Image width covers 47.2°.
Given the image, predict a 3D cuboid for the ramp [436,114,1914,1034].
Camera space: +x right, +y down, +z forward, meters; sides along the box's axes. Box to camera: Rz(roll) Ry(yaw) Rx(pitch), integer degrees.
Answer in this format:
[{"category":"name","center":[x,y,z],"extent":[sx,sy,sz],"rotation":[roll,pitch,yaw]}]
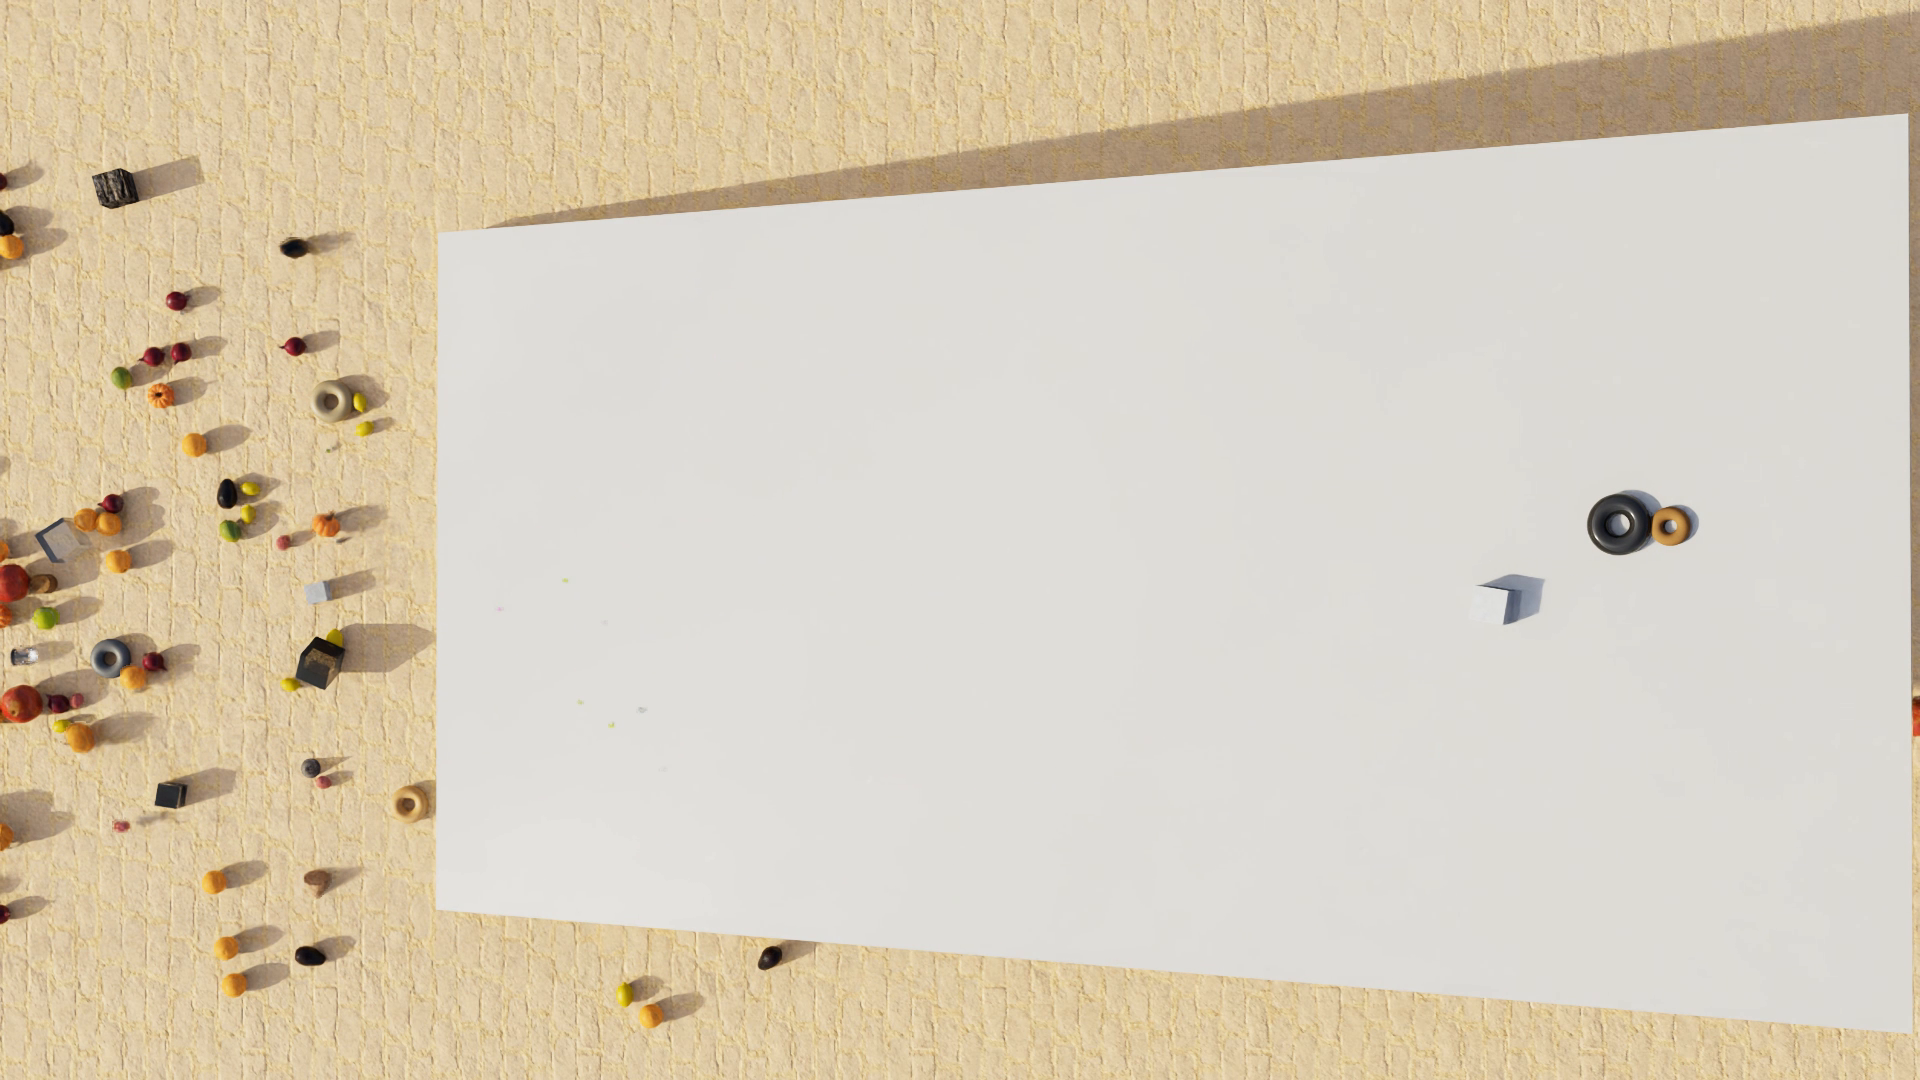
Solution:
[{"category":"ramp","center":[0.281,0.081,5.684],"extent":[4.000,0.100,2.000],"rotation":[0,89,25]}]

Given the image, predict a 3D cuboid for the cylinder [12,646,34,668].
[{"category":"cylinder","center":[-2.795,0.349,6.560],"extent":[0.054,0.054,0.054],"rotation":[-14,89,-17]}]

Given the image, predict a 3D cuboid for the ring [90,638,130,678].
[{"category":"ring","center":[-2.536,0.354,6.567],"extent":[0.120,0.040,0.120],"rotation":[0,91,0]}]

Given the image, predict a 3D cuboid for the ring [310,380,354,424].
[{"category":"ring","center":[-1.878,-0.414,6.574],"extent":[0.130,0.043,0.130],"rotation":[0,91,-1]}]

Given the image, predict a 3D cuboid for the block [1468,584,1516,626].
[{"category":"block","center":[1.240,0.151,5.127],"extent":[0.080,0.080,0.080],"rotation":[10,94,25]}]

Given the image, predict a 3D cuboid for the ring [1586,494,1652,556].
[{"category":"ring","center":[1.504,-0.035,5.022],"extent":[0.143,0.048,0.143],"rotation":[-1,88,27]}]

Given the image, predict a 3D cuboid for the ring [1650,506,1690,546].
[{"category":"ring","center":[1.609,-0.031,4.982],"extent":[0.089,0.030,0.089],"rotation":[-1,87,25]}]

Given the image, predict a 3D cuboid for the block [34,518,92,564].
[{"category":"block","center":[-2.665,0.001,6.541],"extent":[0.098,0.098,0.098],"rotation":[-33,89,0]}]

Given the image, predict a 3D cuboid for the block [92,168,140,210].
[{"category":"block","center":[-2.518,-1.047,6.558],"extent":[0.089,0.089,0.089],"rotation":[-16,89,0]}]

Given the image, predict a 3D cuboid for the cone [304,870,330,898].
[{"category":"cone","center":[-1.920,1.040,6.561],"extent":[0.079,0.079,0.079],"rotation":[11,116,0]}]

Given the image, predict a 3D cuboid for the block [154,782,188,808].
[{"category":"block","center":[-2.349,0.760,6.549],"extent":[0.066,0.066,0.066],"rotation":[9,89,0]}]

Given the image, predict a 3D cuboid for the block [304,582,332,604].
[{"category":"block","center":[-1.914,0.158,6.559],"extent":[0.059,0.059,0.059],"rotation":[-13,89,0]}]

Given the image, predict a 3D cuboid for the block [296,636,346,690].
[{"category":"block","center":[-1.896,0.365,6.520],"extent":[0.096,0.096,0.096],"rotation":[25,125,0]}]

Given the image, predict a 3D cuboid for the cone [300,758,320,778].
[{"category":"cone","center":[-1.944,0.683,6.553],"extent":[0.059,0.059,0.059],"rotation":[0,89,0]}]

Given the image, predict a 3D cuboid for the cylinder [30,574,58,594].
[{"category":"cylinder","center":[-2.733,0.131,6.560],"extent":[0.058,0.058,0.058],"rotation":[0,89,0]}]

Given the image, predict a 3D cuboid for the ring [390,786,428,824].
[{"category":"ring","center":[-1.643,0.790,6.563],"extent":[0.114,0.038,0.114],"rotation":[0,90,-1]}]
